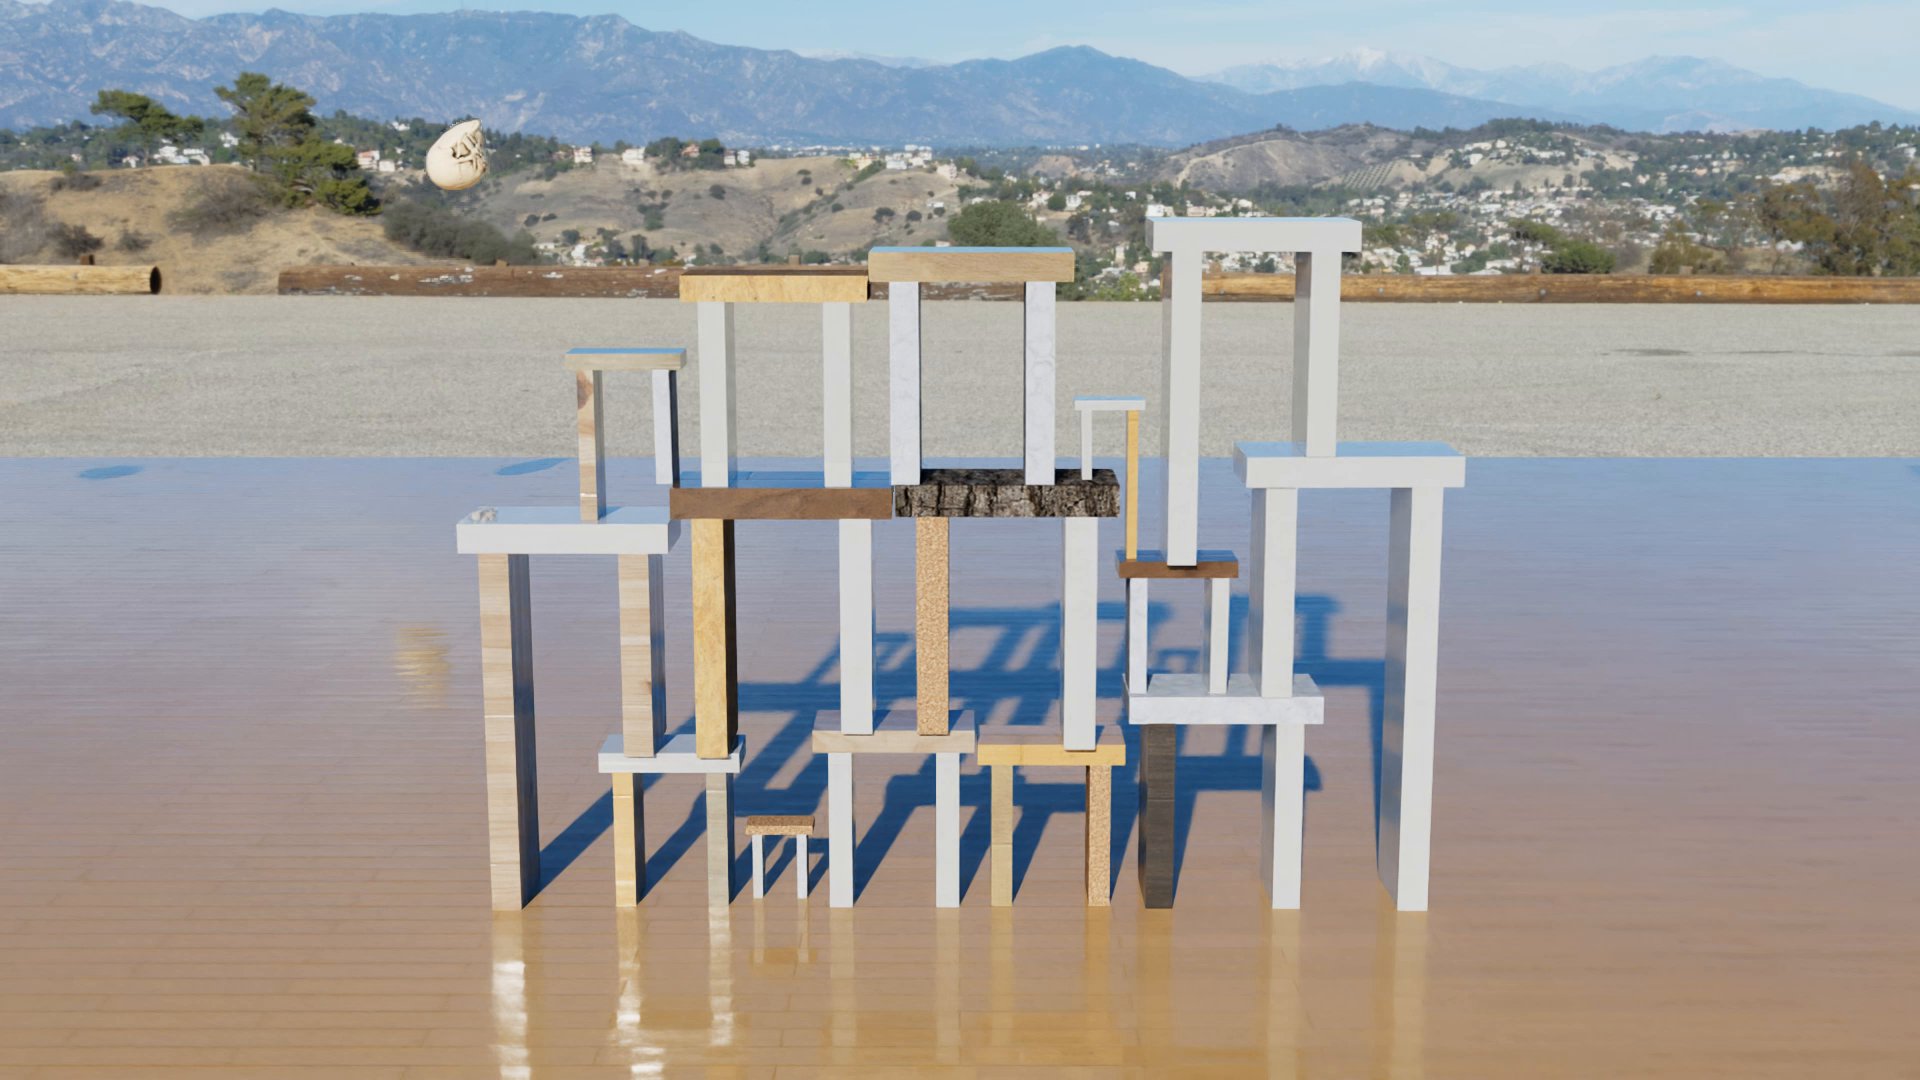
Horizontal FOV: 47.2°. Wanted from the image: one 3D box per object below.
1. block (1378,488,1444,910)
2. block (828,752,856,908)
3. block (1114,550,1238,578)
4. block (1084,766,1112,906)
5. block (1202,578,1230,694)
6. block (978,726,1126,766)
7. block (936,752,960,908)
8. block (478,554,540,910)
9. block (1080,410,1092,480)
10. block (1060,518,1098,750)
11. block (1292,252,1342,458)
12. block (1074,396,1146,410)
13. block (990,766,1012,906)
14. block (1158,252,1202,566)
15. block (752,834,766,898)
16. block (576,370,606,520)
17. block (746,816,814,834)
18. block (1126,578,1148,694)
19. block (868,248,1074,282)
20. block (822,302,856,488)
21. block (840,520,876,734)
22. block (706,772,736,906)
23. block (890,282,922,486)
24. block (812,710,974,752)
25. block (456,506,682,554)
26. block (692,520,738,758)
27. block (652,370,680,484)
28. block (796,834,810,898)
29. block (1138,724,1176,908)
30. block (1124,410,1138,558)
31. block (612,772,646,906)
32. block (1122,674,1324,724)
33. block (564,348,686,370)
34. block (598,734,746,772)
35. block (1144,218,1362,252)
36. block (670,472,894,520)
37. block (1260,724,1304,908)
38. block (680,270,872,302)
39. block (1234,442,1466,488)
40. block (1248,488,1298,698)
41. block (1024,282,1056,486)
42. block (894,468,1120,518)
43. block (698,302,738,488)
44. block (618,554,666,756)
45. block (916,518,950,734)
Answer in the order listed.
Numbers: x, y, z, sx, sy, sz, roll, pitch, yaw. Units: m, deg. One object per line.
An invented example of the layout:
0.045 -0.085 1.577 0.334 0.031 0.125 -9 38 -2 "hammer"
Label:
0.737 0.245 3.610 0.049 0.699 0.171 0 11 0 "block"
-0.194 0.461 3.645 0.037 0.262 0.131 0 10 0 "block"
0.350 0.039 3.564 0.191 0.027 0.095 0 11 0 "block"
0.228 0.472 3.649 0.034 0.239 0.120 0 11 0 "block"
0.416 0.146 3.583 0.027 0.191 0.095 0 11 -1 "block"
0.148 0.338 3.624 0.239 0.034 0.120 0 10 0 "block"
-0.020 0.461 3.645 0.037 0.262 0.131 0 10 0 "block"
-0.740 0.298 3.618 0.047 0.593 0.167 0 11 0 "block"
0.202 -0.156 3.530 0.016 0.112 0.056 -1 10 0 "block"
0.192 0.134 3.587 0.050 0.379 0.177 0 10 0 "block"
0.566 -0.302 3.501 0.045 0.320 0.160 0 11 0 "block"
0.238 -0.219 3.518 0.112 0.016 0.056 0 10 0 "block"
0.069 0.472 3.649 0.034 0.239 0.120 0 11 0 "block"
0.351 -0.218 3.518 0.045 0.494 0.160 0 11 0 "block"
-0.335 0.535 3.664 0.016 0.110 0.055 0 11 0 "block"
-0.592 -0.158 3.532 0.026 0.240 0.091 0 11 0 "block"
-0.298 0.473 3.653 0.110 0.016 0.055 0 11 0 "block"
0.287 0.146 3.583 0.027 0.191 0.095 0 11 0 "block"
0.019 -0.437 3.479 0.319 0.045 0.159 0 10 1 "block"
-0.192 -0.239 3.512 0.041 0.291 0.145 0 11 0 "block"
-0.166 0.123 3.585 0.050 0.350 0.175 0 10 0 "block"
-0.396 0.479 3.644 0.032 0.228 0.114 0 11 0 "block"
-0.086 -0.258 3.512 0.045 0.319 0.159 0 10 0 "block"
-0.107 0.314 3.617 0.262 0.037 0.131 0 10 0 "block"
-0.629 -0.017 3.560 0.333 0.047 0.166 0 11 0 "block"
-0.399 0.143 3.587 0.050 0.389 0.175 0 11 0 "block"
-0.471 -0.186 3.526 0.026 0.182 0.091 -1 11 0 "block"
-0.261 0.535 3.664 0.016 0.110 0.055 0 11 0 "block"
0.325 0.436 3.645 0.044 0.312 0.156 0 11 0 "block"
0.276 -0.093 3.541 0.016 0.240 0.056 0 10 0 "block"
-0.548 0.479 3.644 0.032 0.228 0.114 0 11 0 "block"
0.428 0.260 3.613 0.312 0.044 0.156 0 11 0 "block"
-0.532 -0.289 3.507 0.182 0.026 0.091 0 11 0 "block"
-0.472 0.351 3.620 0.228 0.032 0.114 0 11 0 "block"
0.459 -0.482 3.467 0.320 0.045 0.160 0 11 0 "block"
-0.282 -0.073 3.548 0.350 0.050 0.175 0 11 0 "block"
0.533 0.435 3.645 0.044 0.312 0.156 0 11 0 "block"
-0.290 -0.403 3.483 0.291 0.041 0.145 0 11 0 "block"
0.622 -0.122 3.541 0.343 0.049 0.171 0 11 0 "block"
0.507 0.069 3.581 0.049 0.343 0.171 0 11 0 "block"
0.126 -0.258 3.510 0.045 0.319 0.159 0 10 0 "block"
0.075 -0.077 3.547 0.354 0.050 0.177 0 10 0 "block"
-0.386 -0.240 3.513 0.041 0.291 0.145 0 11 0 "block"
-0.518 0.170 3.595 0.047 0.333 0.166 0 10 0 "block"
-0.043 0.122 3.584 0.050 0.354 0.177 0 10 0 "block"
